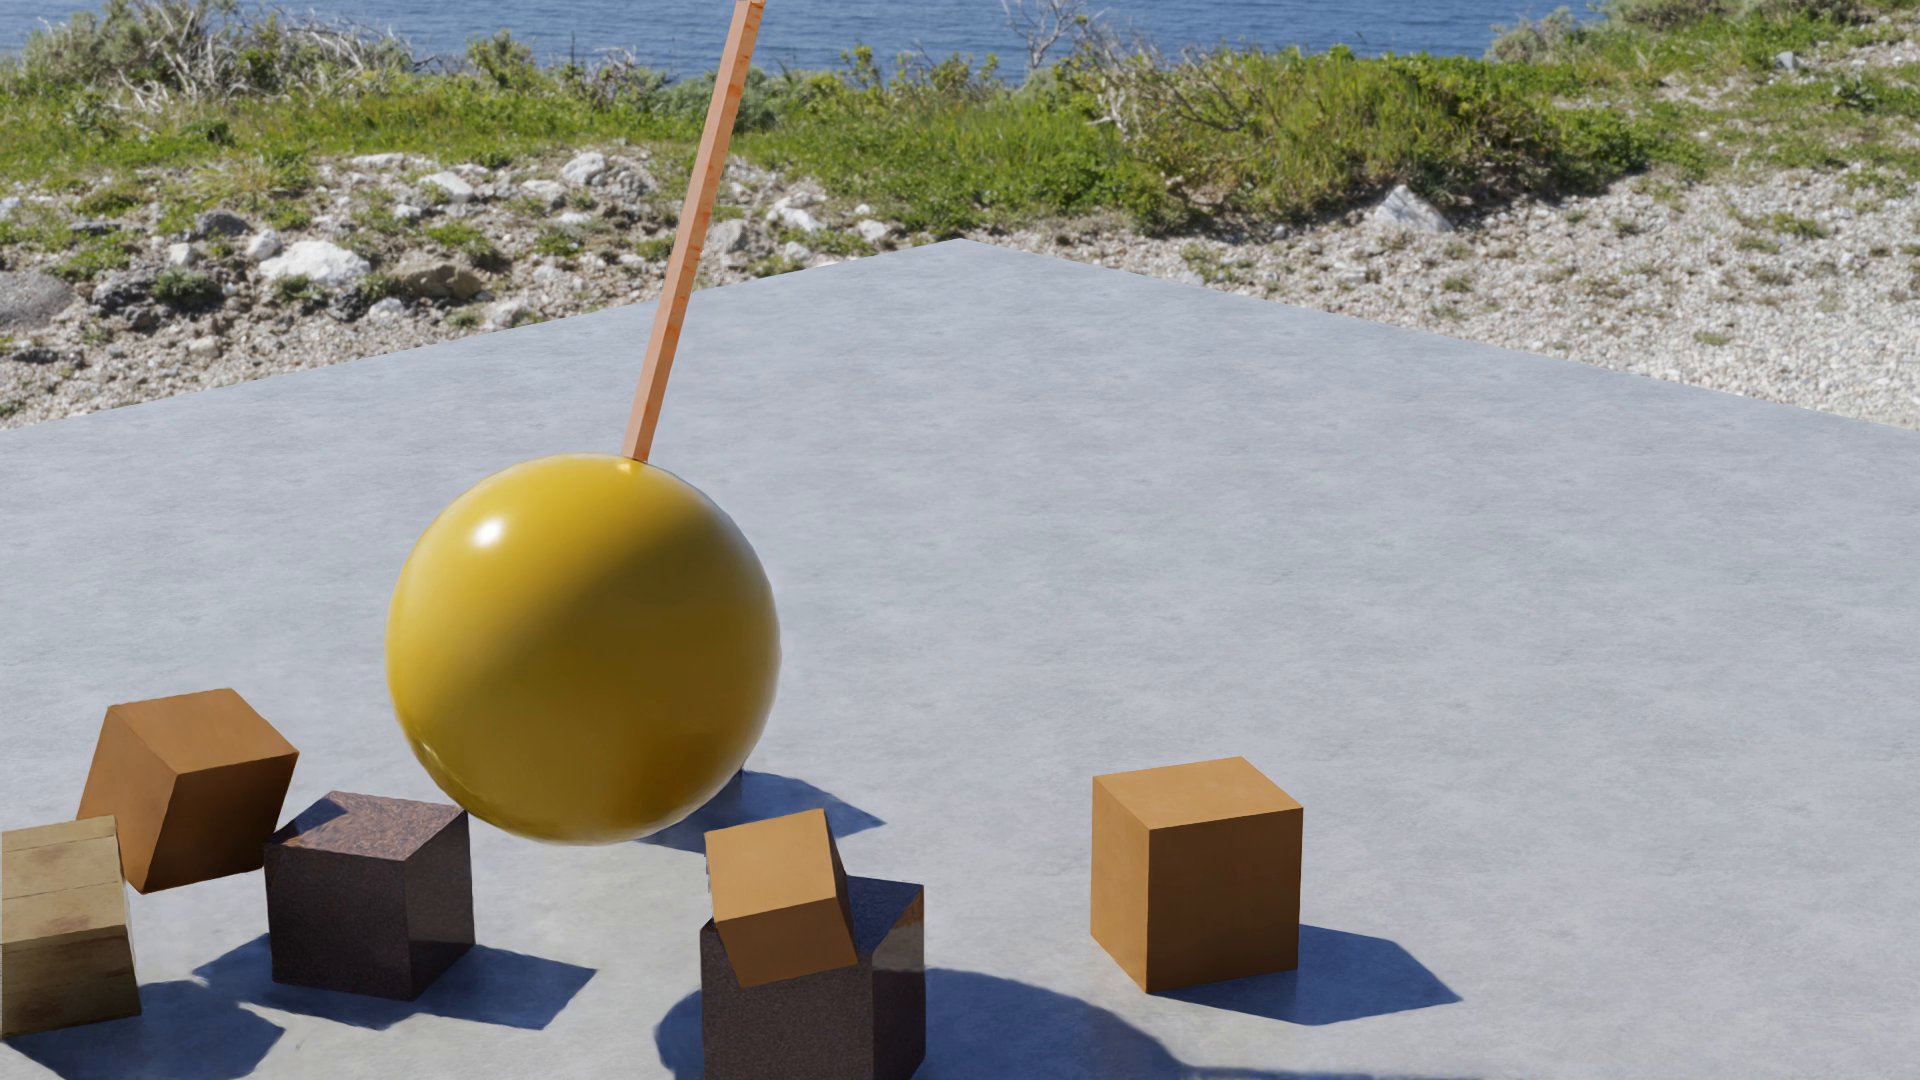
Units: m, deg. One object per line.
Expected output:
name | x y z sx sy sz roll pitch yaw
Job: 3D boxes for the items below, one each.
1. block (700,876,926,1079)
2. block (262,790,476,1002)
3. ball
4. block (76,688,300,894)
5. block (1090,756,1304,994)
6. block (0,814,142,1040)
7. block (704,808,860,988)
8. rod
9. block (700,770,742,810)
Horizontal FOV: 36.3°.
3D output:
block | -0.564 1.776 11.441 0.691 0.750 0.649 5 18 16
block | -2.506 1.508 12.477 0.651 0.642 0.594 5 18 16
ball | -1.523 0.443 11.884 1.600 1.600 1.600 0 17 0
block | -3.307 1.064 12.537 0.519 0.612 0.626 36 26 30
block | 1.006 1.425 12.569 0.703 0.745 0.619 -6 18 -19
block | -3.690 1.578 11.971 0.571 0.587 0.589 -8 45 -15
block | -0.659 1.327 10.865 0.450 0.475 0.393 -12 51 1
rod | -0.660 -2.843 11.756 0.080 5.200 0.080 17 3 42
block | -1.588 0.863 14.257 0.772 0.805 0.714 -14 22 -37
